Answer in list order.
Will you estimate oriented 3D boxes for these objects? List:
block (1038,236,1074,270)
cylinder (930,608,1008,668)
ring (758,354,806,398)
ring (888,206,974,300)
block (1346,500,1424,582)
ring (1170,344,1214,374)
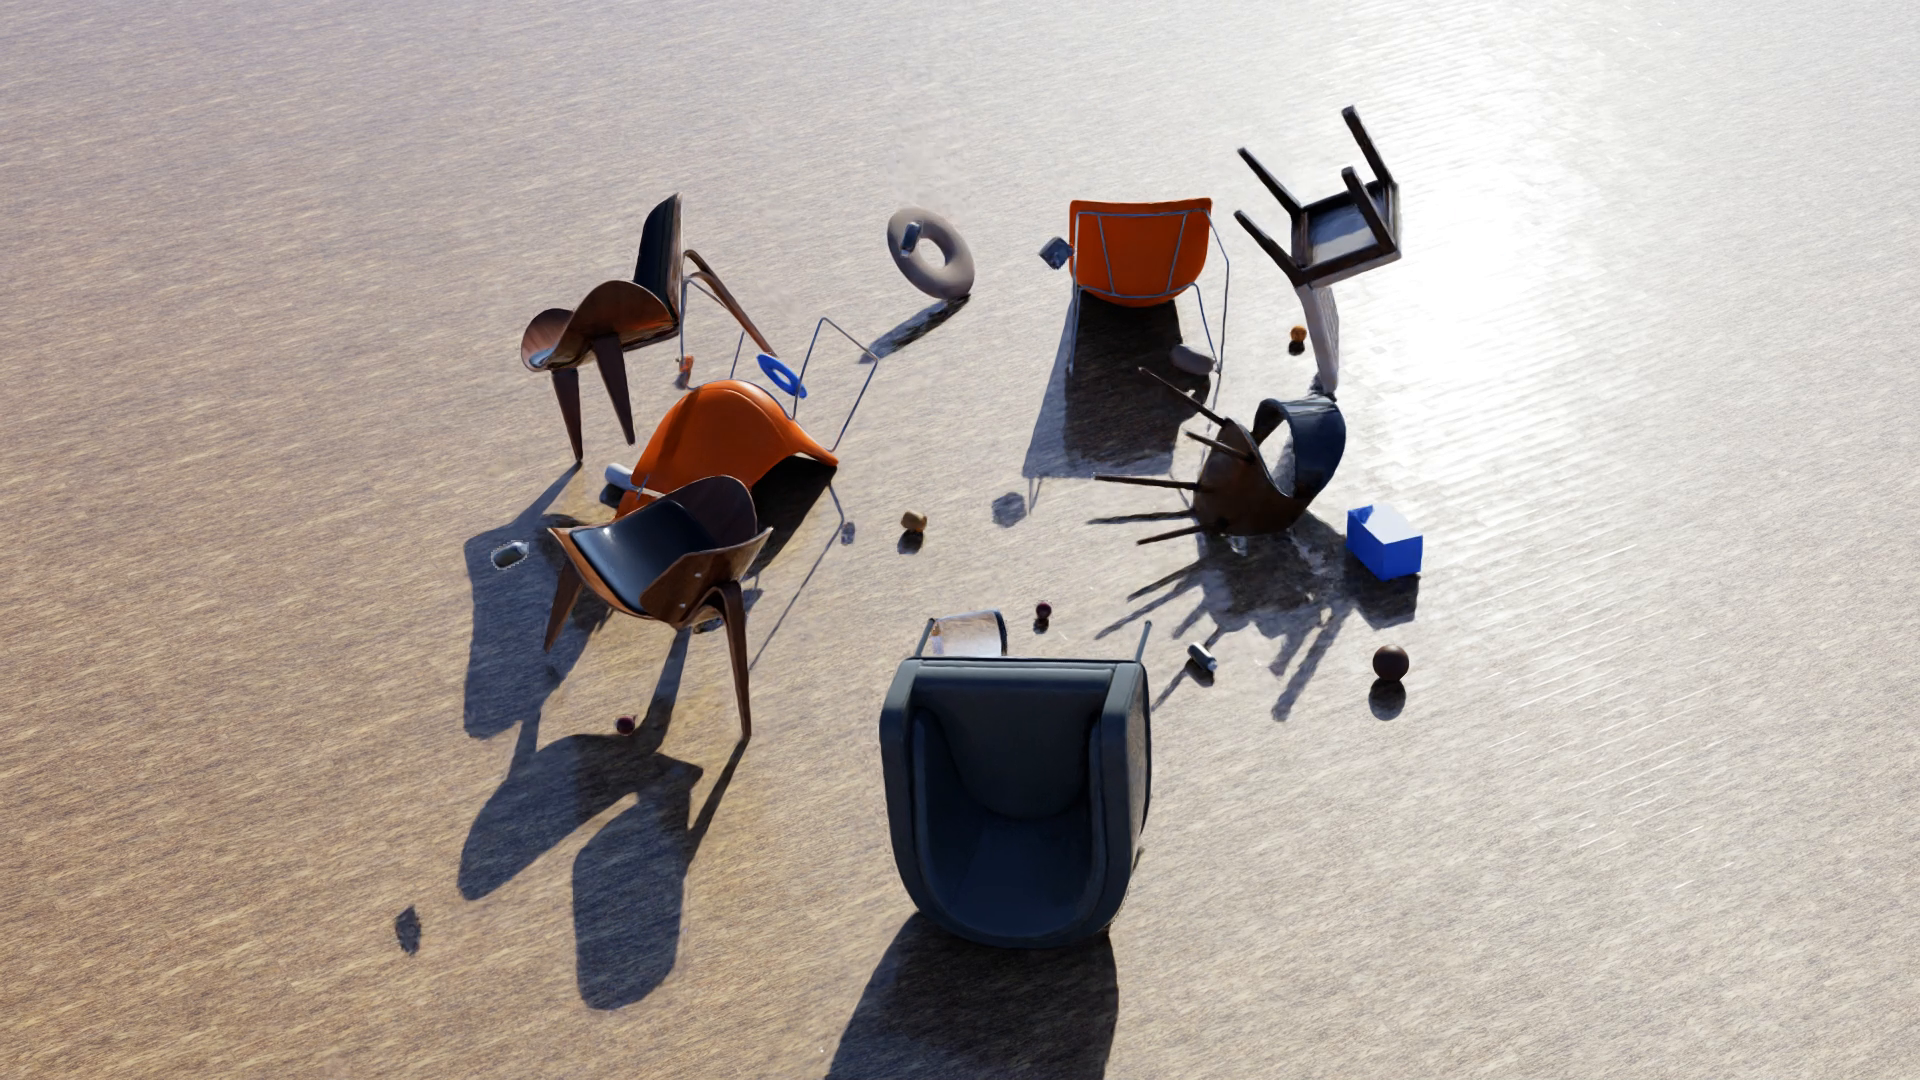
[{"bbox_3d":[0.382,-1.143,11.667,0.098,0.088,0.080,-48,15,-6],"label":"block"},{"bbox_3d":[0.032,0.345,10.260,0.230,0.178,0.169,-9,16,-14],"label":"cylinder"},{"bbox_3d":[-0.668,-0.617,11.024,0.242,0.086,0.039,42,35,-13],"label":"ring"},{"bbox_3d":[-0.122,-1.221,12.474,0.466,0.066,0.436,33,48,-24],"label":"ring"},{"bbox_3d":[1.561,0.003,10.787,0.166,0.158,0.265,-13,33,-19],"label":"block"},{"bbox_3d":[0.941,-0.733,11.903,0.170,0.087,0.242,27,10,28],"label":"ring"}]
